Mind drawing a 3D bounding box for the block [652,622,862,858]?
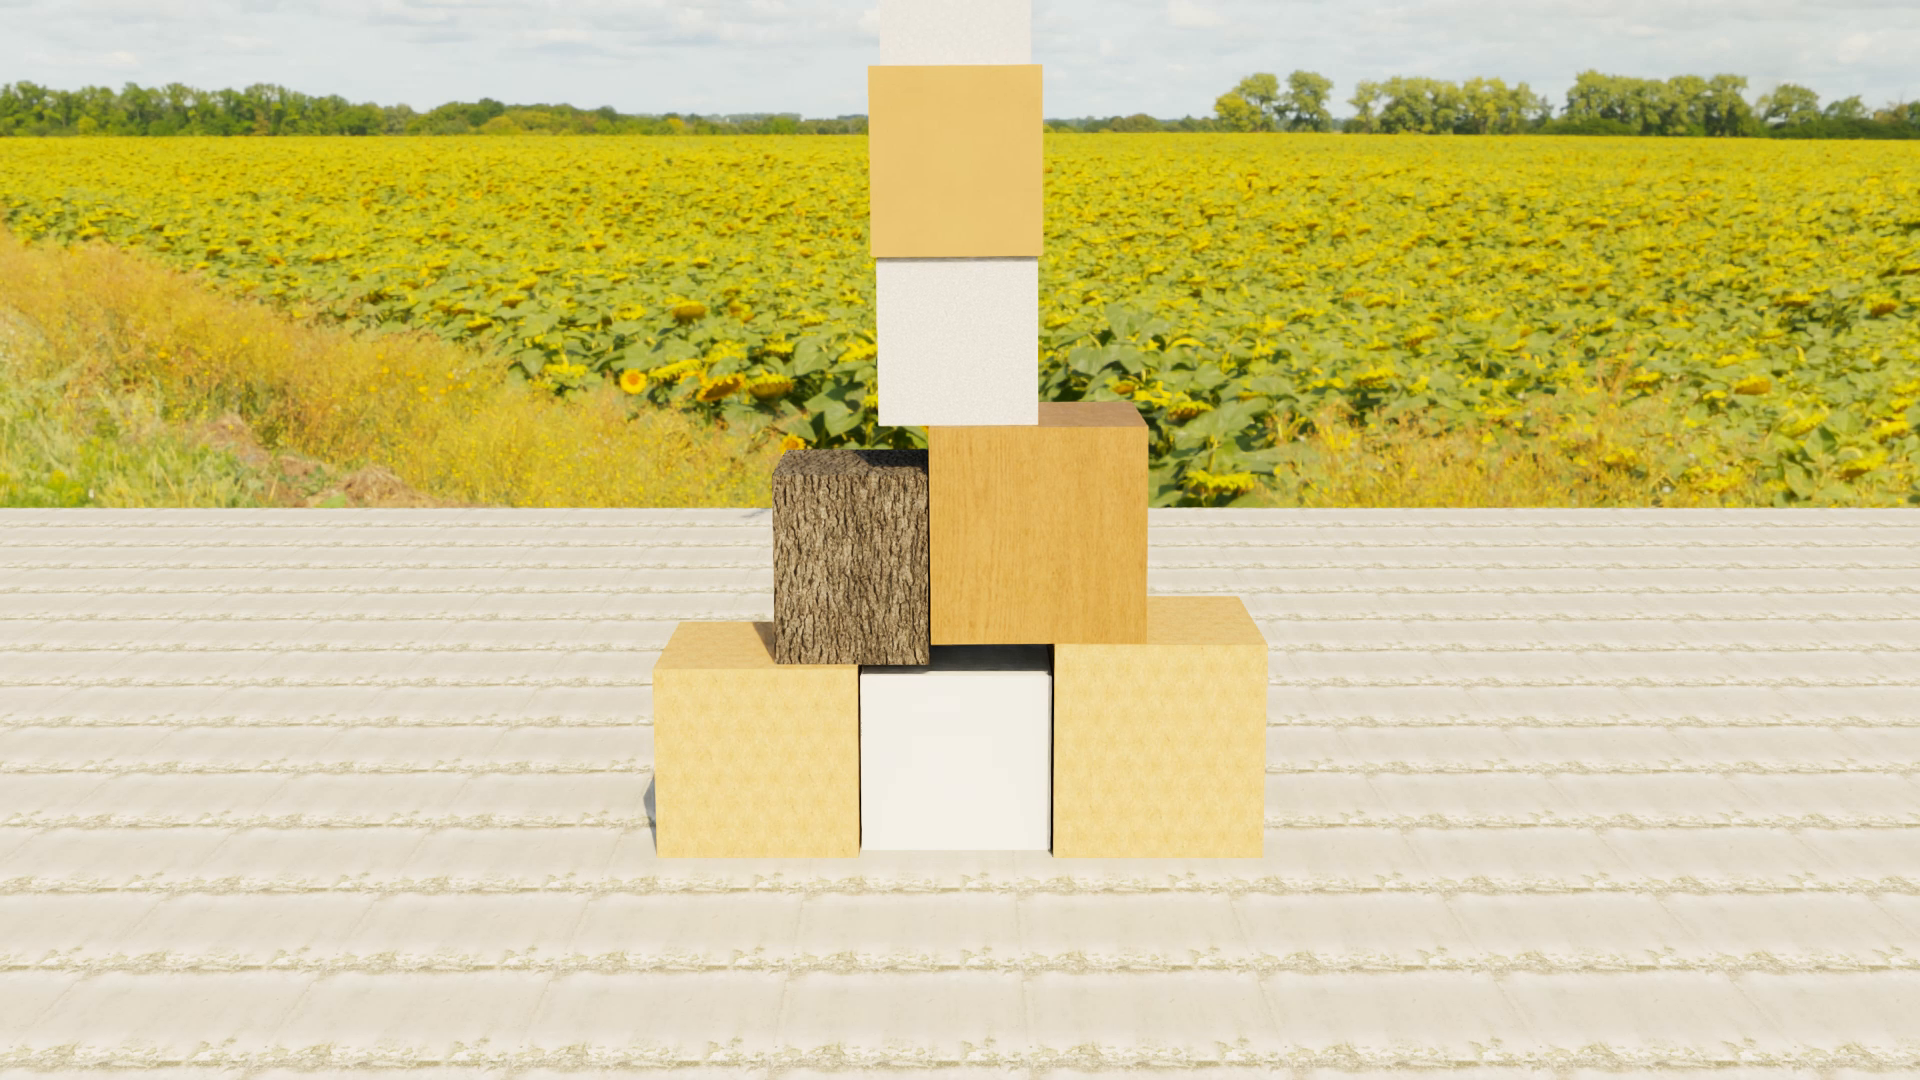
[{"bbox_3d":[-1.001,1.006,11.346,0.998,0.961,1.090,0,10,0],"label":"block"}]

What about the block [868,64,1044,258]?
[{"bbox_3d":[-0.018,-1.872,10.848,0.820,0.892,0.942,0,10,0],"label":"block"}]

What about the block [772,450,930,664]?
[{"bbox_3d":[-0.532,0.068,11.185,0.760,0.942,0.908,0,10,0],"label":"block"}]

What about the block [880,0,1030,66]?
[{"bbox_3d":[-0.024,-2.638,10.716,0.717,0.662,0.643,0,10,0],"label":"block"}]

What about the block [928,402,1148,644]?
[{"bbox_3d":[0.381,-0.110,11.144,1.053,1.063,1.034,0,10,0],"label":"block"}]

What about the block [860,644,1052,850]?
[{"bbox_3d":[-0.019,1.034,11.376,0.945,0.895,0.881,0,10,0],"label":"block"}]

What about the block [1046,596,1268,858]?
[{"bbox_3d":[0.982,0.939,11.371,1.037,1.083,1.166,0,10,0],"label":"block"}]

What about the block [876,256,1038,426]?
[{"bbox_3d":[-0.011,-1.030,10.983,0.771,0.812,0.843,0,10,0],"label":"block"}]
